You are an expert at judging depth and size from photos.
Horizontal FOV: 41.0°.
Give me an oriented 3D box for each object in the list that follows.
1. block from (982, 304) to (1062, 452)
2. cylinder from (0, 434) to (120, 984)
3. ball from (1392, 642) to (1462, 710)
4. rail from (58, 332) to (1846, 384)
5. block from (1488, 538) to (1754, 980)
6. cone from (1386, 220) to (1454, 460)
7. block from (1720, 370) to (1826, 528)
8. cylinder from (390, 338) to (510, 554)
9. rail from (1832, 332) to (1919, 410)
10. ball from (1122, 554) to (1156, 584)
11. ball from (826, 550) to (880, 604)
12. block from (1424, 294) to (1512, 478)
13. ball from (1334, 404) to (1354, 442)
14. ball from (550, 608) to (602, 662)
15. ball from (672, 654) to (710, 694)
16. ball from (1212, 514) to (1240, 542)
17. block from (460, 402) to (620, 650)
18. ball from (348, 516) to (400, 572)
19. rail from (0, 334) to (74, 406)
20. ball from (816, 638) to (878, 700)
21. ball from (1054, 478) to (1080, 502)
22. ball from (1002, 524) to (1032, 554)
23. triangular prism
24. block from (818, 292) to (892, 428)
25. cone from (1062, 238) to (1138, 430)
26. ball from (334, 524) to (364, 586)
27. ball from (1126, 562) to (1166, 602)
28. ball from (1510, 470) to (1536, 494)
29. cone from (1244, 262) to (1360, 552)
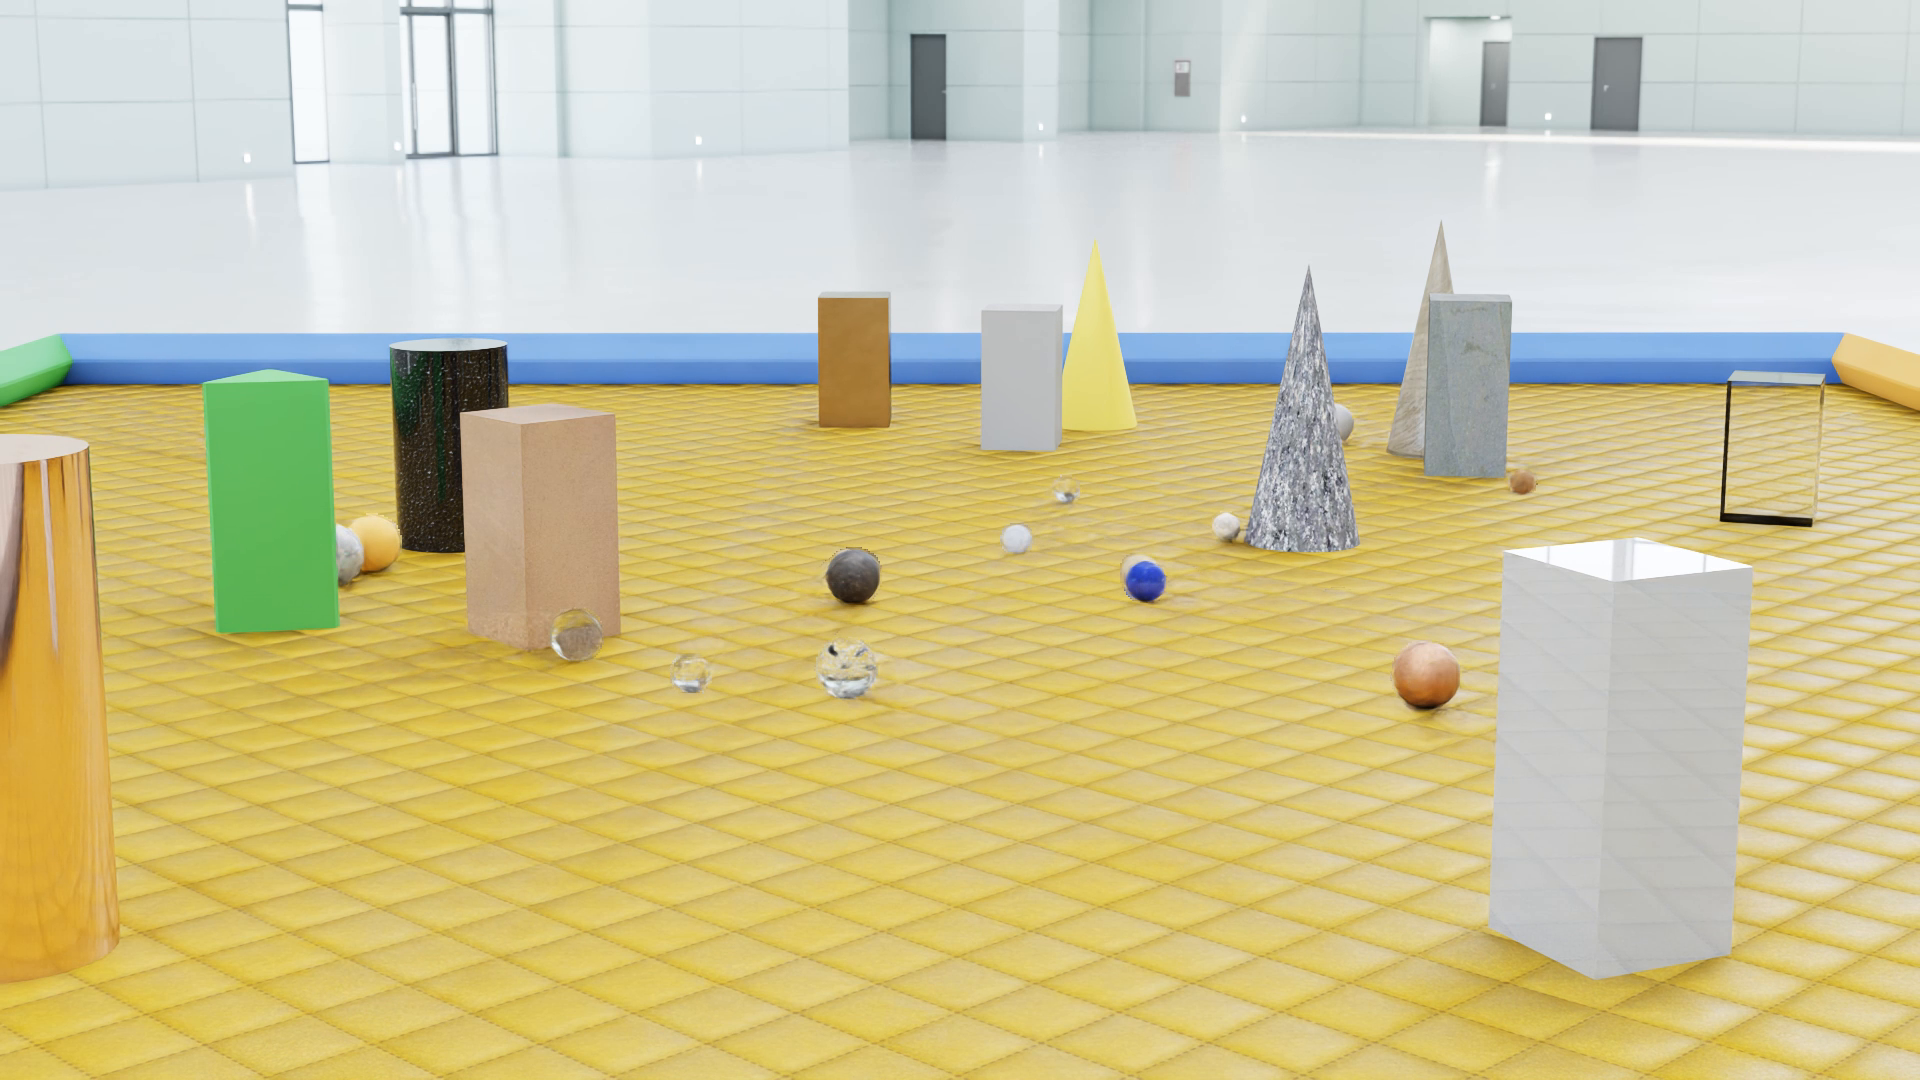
[{"bbox_3d":[0.118,-0.309,4.847,0.140,0.262,0.140,1,11,7],"label":"block"},{"bbox_3d":[-0.787,0.133,2.085,0.174,0.417,0.174,0,11,0],"label":"cylinder"},{"bbox_3d":[0.527,0.153,2.899,0.076,0.076,0.076,0,11,0],"label":"ball"},{"bbox_3d":[-0.014,-0.405,5.754,4.021,0.113,0.045,0,11,0],"label":"rail"},{"bbox_3d":[0.541,0.175,2.111,0.140,0.325,0.140,-5,12,-25],"label":"block"},{"bbox_3d":[0.882,-0.377,4.739,0.174,0.435,0.174,0,11,0],"label":"cone"},{"bbox_3d":[1.295,-0.147,4.087,0.140,0.226,0.140,4,11,21],"label":"block"},{"bbox_3d":[-0.766,-0.145,3.870,0.174,0.301,0.174,0,11,0],"label":"cylinder"},{"bbox_3d":[1.987,0.027,3.462,0.045,0.113,4.737,0,11,0],"label":"rail"},{"bbox_3d":[0.248,0.045,3.534,0.052,0.052,0.052,0,11,0],"label":"ball"},{"bbox_3d":[-0.144,0.049,3.457,0.073,0.073,0.073,0,11,0],"label":"ball"},{"bbox_3d":[0.898,-0.275,4.542,0.140,0.309,0.140,2,11,9],"label":"block"},{"bbox_3d":[0.710,-0.221,4.881,0.077,0.077,0.077,0,11,0],"label":"ball"},{"bbox_3d":[-0.469,0.116,3.130,0.064,0.064,0.064,0,11,0],"label":"ball"},{"bbox_3d":[-0.311,0.155,2.973,0.045,0.045,0.045,0,11,0],"label":"ball"},{"bbox_3d":[0.405,-0.019,3.903,0.043,0.043,0.043,0,11,0],"label":"ball"},{"bbox_3d":[-0.532,-0.020,3.256,0.140,0.284,0.140,-10,14,-41],"label":"block"},{"bbox_3d":[-0.843,0.005,3.674,0.080,0.080,0.080,0,11,0],"label":"ball"},{"bbox_3d":[-1.987,0.031,3.439,0.045,0.113,4.737,0,11,0],"label":"rail"},{"bbox_3d":[-0.129,0.148,2.945,0.070,0.070,0.070,0,11,0],"label":"ball"},{"bbox_3d":[0.176,-0.083,4.241,0.042,0.042,0.042,0,11,0],"label":"ball"},{"bbox_3d":[0.085,-0.001,3.804,0.043,0.043,0.043,0,11,0],"label":"ball"},{"bbox_3d":[-0.892,-0.054,3.333,0.151,0.322,0.131,-2,11,-12],"label":"triangular prism"},{"bbox_3d":[-0.210,-0.363,5.145,0.140,0.258,0.140,0,11,1],"label":"block"},{"bbox_3d":[0.268,-0.417,5.110,0.174,0.377,0.174,0,11,0],"label":"cone"},{"bbox_3d":[-0.873,0.022,3.566,0.087,0.087,0.087,0,11,0],"label":"ball"},{"bbox_3d":[0.252,0.056,3.469,0.055,0.055,0.055,0,11,0],"label":"ball"},{"bbox_3d":[0.948,-0.098,4.322,0.041,0.041,0.041,0,11,0],"label":"ball"},{"bbox_3d":[0.520,-0.206,3.863,0.174,0.424,0.174,0,11,0],"label":"cone"}]
